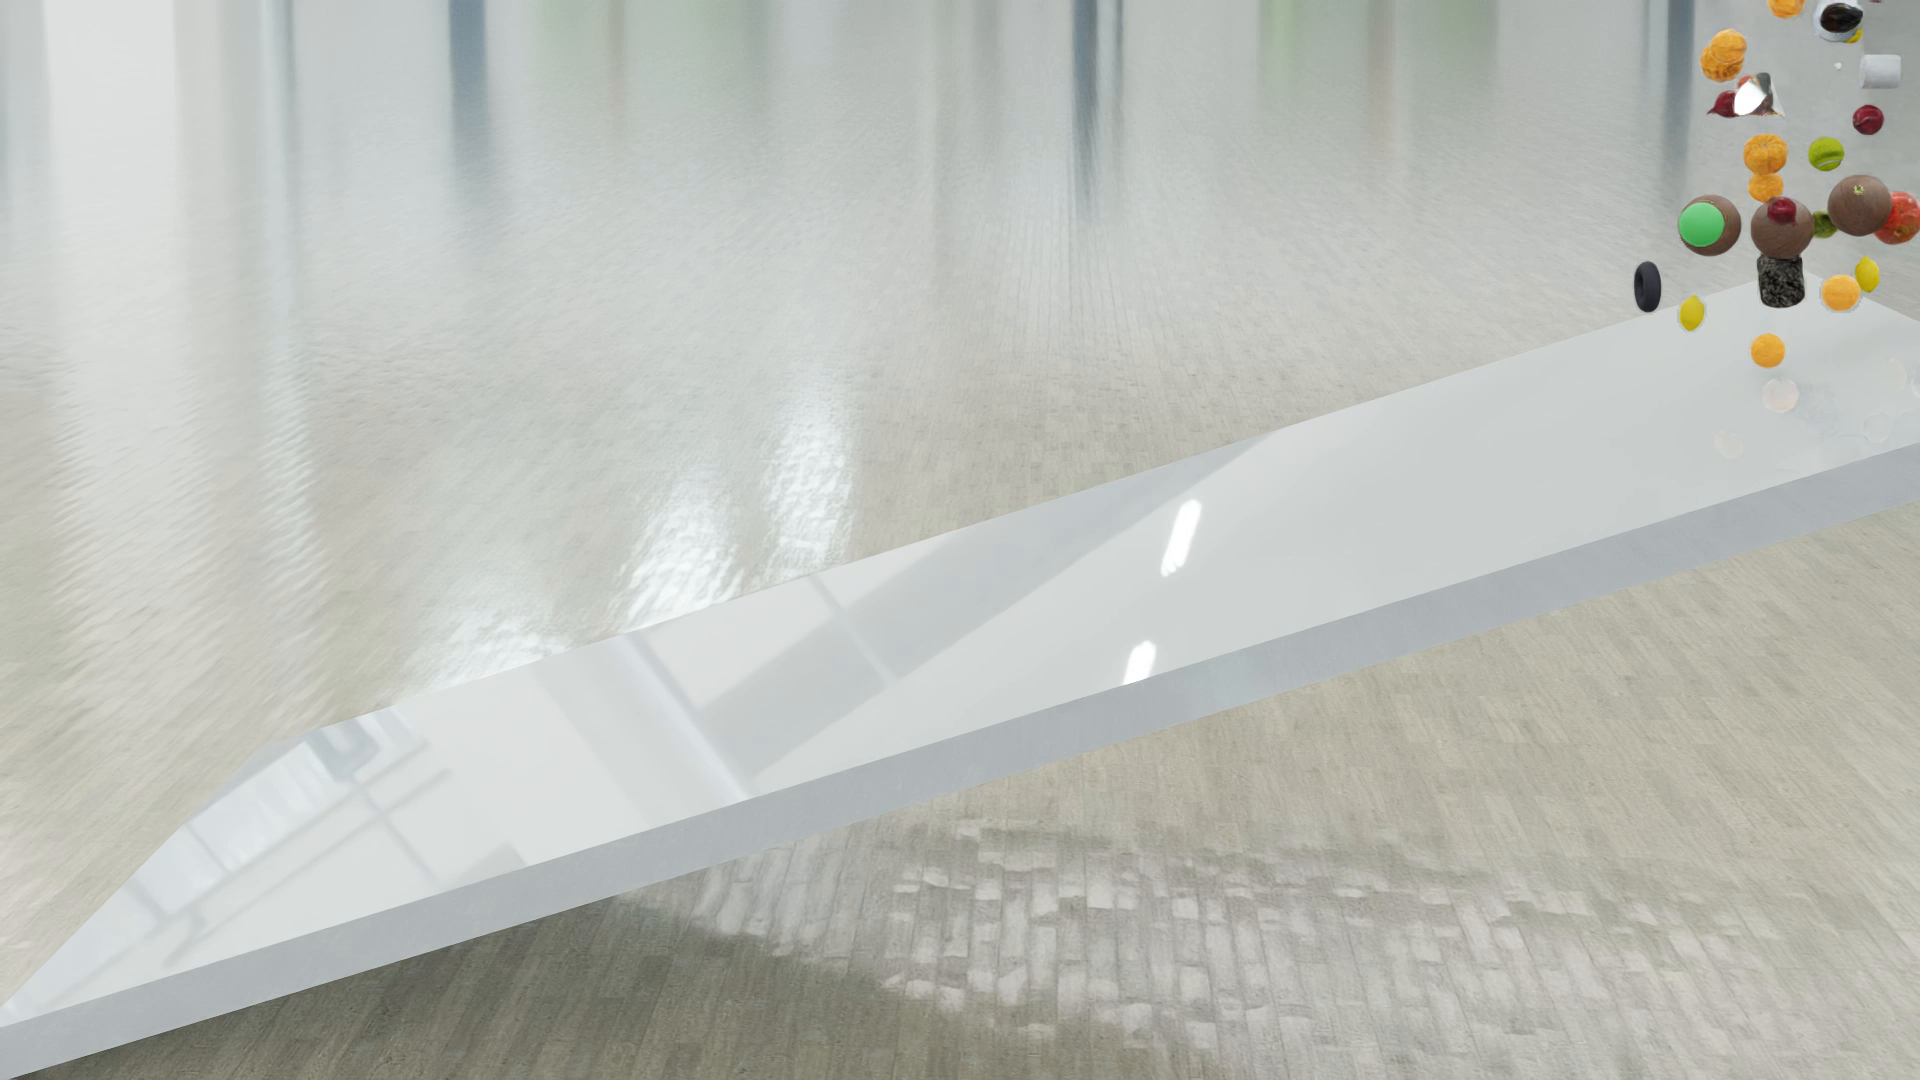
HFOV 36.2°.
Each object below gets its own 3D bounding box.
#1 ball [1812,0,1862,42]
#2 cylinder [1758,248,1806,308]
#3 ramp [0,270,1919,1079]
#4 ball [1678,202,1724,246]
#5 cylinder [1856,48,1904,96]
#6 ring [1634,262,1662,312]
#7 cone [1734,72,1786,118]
[{"bbox_3d":[1.775,-1.054,5.948,0.096,0.096,0.096,0,12,0],"label":"ball"},{"bbox_3d":[1.739,-0.555,6.231,0.092,0.092,0.092,4,-33,2],"label":"cylinder"},{"bbox_3d":[0.101,0.182,6.310,4.000,0.100,2.000,-17,10,5],"label":"ramp"},{"bbox_3d":[1.490,-0.634,5.913,0.089,0.089,0.089,0,12,0],"label":"ball"},{"bbox_3d":[1.788,-0.911,5.718,0.067,0.067,0.067,35,23,16],"label":"cylinder"},{"bbox_3d":[1.395,-0.514,5.968,0.035,0.104,0.104,-10,13,-5],"label":"ring"},{"bbox_3d":[1.609,-0.863,5.847,0.096,0.096,0.096,30,0,-23],"label":"cone"}]
